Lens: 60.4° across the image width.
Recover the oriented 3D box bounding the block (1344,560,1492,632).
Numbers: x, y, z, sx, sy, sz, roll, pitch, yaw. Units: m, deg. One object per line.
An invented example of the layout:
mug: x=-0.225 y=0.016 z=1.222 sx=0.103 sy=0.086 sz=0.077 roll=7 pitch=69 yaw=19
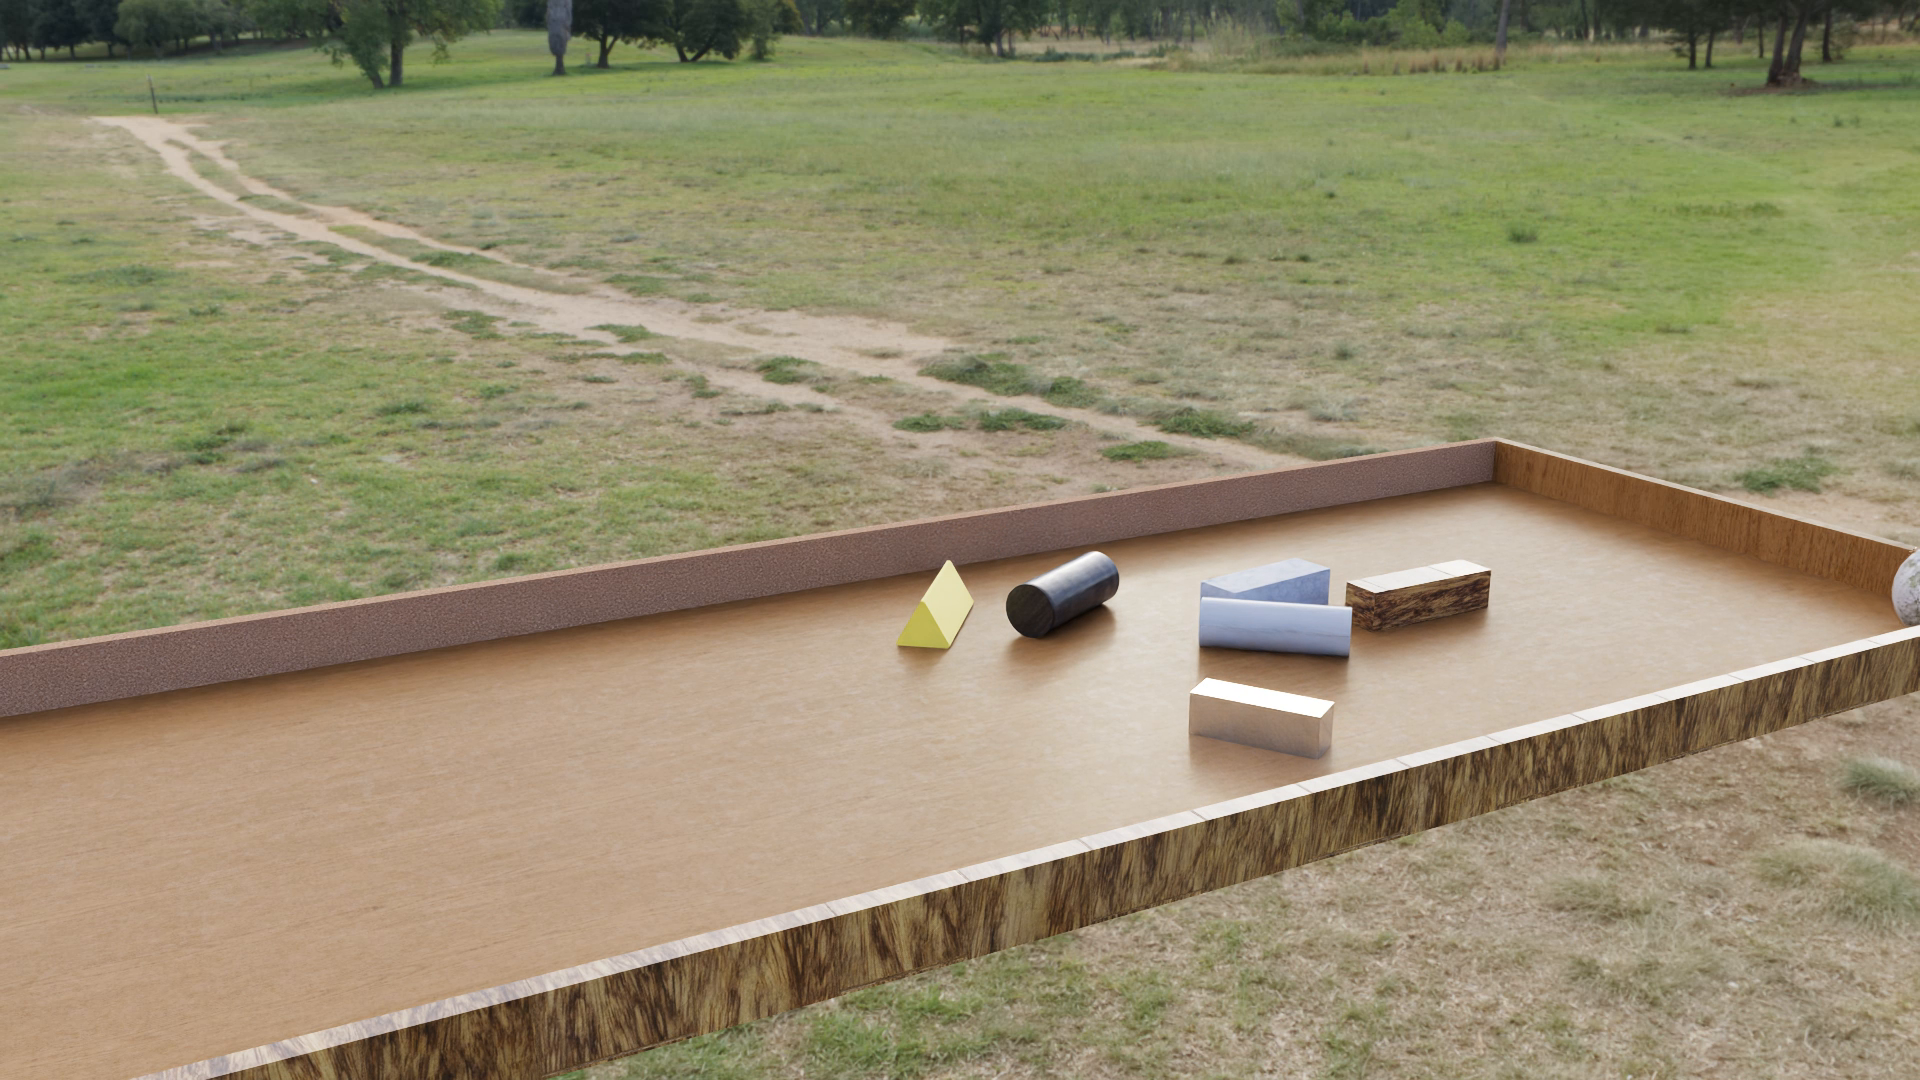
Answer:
block: x=1.286 y=0.154 z=4.628 sx=0.434 sy=0.114 sz=0.114 roll=-9 pitch=19 yaw=-28

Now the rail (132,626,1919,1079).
rail: x=-2.336 y=1.006 z=1.665 sx=12.000 sy=0.150 sz=0.050 roll=-9 pitch=18 yaw=-27

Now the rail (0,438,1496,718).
rail: x=-3.305 y=0.497 z=3.399 sx=12.000 sy=0.150 sz=0.050 roll=-9 pitch=18 yaw=-27

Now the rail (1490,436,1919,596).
rail: x=2.466 y=-0.048 z=5.253 sx=0.050 sy=0.150 sz=2.100 roll=-9 pitch=18 yaw=-27

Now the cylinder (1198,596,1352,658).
cylinder: x=0.829 y=0.229 z=4.342 sx=0.387 sy=0.132 sz=0.132 roll=4 pitch=17 yaw=12

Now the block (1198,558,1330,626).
block: x=0.849 y=0.158 z=4.585 sx=0.376 sy=0.130 sz=0.130 roll=-12 pitch=20 yaw=-34

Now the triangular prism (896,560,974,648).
triangular prism: x=-0.065 y=0.170 z=4.544 sx=0.144 sy=0.125 sz=0.372 roll=3 pitch=17 yaw=10

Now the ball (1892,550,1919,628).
ball: x=2.632 y=0.143 z=4.382 sx=0.275 sy=0.275 sz=0.275 roll=0 pitch=16 yaw=0

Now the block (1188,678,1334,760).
block: x=0.689 y=0.408 z=3.782 sx=0.308 sy=0.103 sz=0.103 roll=9 pitch=19 yaw=28

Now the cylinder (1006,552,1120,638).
cylinder: x=0.289 y=0.148 z=4.585 sx=0.150 sy=0.150 sz=0.368 roll=11 pitch=19 yaw=32
